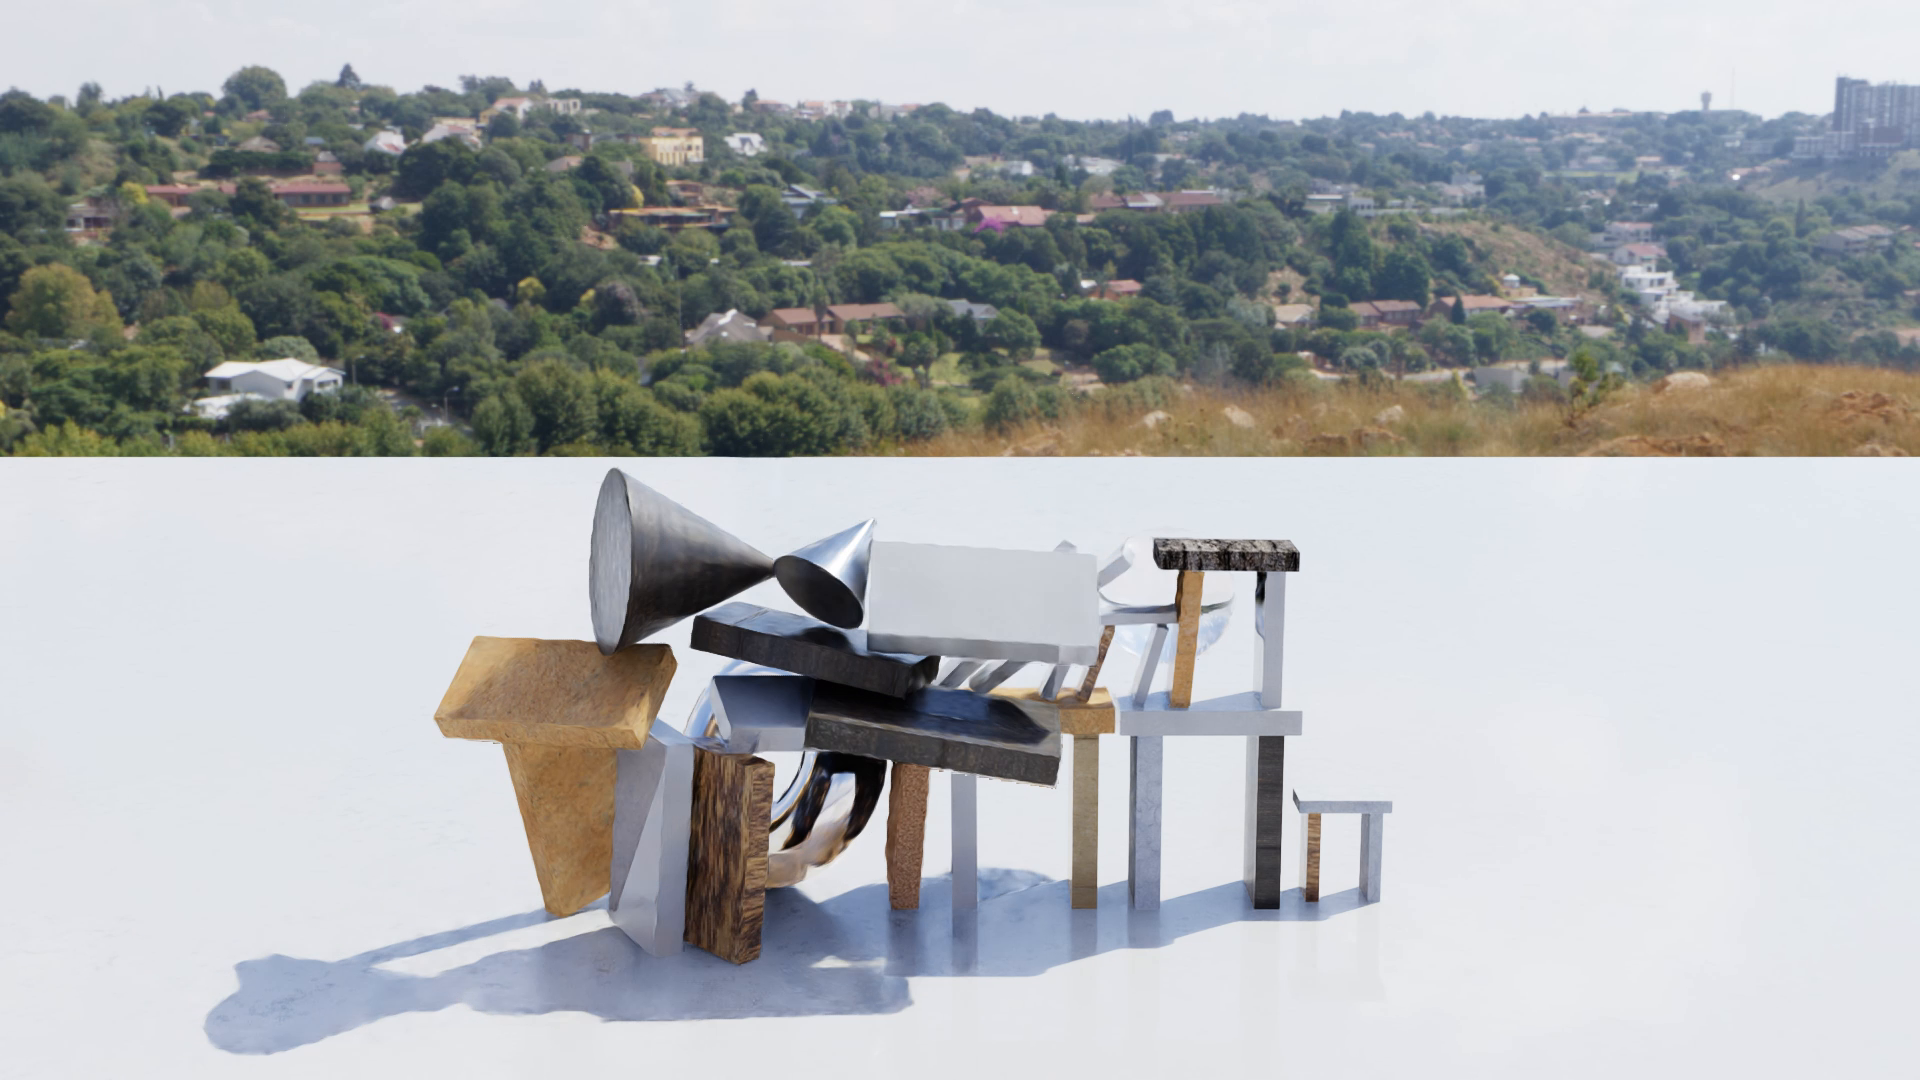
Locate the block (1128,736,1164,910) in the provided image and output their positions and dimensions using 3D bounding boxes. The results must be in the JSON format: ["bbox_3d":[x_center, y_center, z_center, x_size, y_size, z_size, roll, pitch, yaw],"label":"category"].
[{"bbox_3d":[0.306,0.446,3.640,0.042,0.293,0.147,0,11,0],"label":"block"}]

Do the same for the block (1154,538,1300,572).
[{"bbox_3d":[0.430,0.024,3.563,0.224,0.032,0.112,1,10,0],"label":"block"}]

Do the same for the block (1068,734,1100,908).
[{"bbox_3d":[0.203,0.446,3.643,0.042,0.293,0.147,0,10,0],"label":"block"}]

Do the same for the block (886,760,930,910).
[{"bbox_3d":[-0.085,0.427,3.591,0.045,0.316,0.158,2,27,-6],"label":"block"}]

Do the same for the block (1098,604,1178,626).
[{"bbox_3d":[0.287,0.122,3.581,0.131,0.018,0.065,-2,9,2],"label":"block"}]

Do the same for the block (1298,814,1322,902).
[{"bbox_3d":[0.581,0.516,3.653,0.022,0.152,0.076,0,11,0],"label":"block"}]

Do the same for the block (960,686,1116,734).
[{"bbox_3d":[0.102,0.280,3.616,0.293,0.042,0.147,0,10,-2],"label":"block"}]

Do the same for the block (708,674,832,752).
[{"bbox_3d":[-0.221,0.270,3.446,0.316,0.045,0.158,1,27,-19],"label":"block"}]

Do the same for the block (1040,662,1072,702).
[{"bbox_3d":[0.178,0.175,3.606,0.024,0.172,0.086,25,9,-2],"label":"block"}]

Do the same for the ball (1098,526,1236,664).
[{"bbox_3d":[0.358,0.096,3.818,0.239,0.239,0.239,0,11,0],"label":"ball"}]

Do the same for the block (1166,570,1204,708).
[{"bbox_3d":[0.366,0.150,3.586,0.032,0.224,0.112,5,11,1],"label":"block"}]

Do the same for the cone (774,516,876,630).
[{"bbox_3d":[-0.178,0.023,3.469,0.167,0.167,0.167,9,52,40],"label":"cone"}]

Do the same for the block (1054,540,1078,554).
[{"bbox_3d":[0.127,0.093,3.515,0.026,0.091,0.182,30,65,26],"label":"block"}]

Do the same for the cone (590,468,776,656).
[{"bbox_3d":[-0.403,0.040,3.431,0.290,0.290,0.290,3,9,-22],"label":"cone"}]

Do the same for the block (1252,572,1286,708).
[{"bbox_3d":[0.504,0.151,3.586,0.032,0.224,0.112,0,11,0],"label":"block"}]

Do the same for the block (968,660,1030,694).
[{"bbox_3d":[0.091,0.195,3.611,0.172,0.024,0.086,-36,6,1],"label":"block"}]

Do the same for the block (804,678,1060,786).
[{"bbox_3d":[-0.039,0.283,3.364,0.382,0.050,0.176,9,22,-2],"label":"block"}]

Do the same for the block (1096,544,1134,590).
[{"bbox_3d":[0.207,0.074,3.604,0.172,0.024,0.086,-36,6,13],"label":"block"}]

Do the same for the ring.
[{"bbox_3d":[-0.306,0.375,3.734,0.434,0.434,0.145,9,-12,40],"label":"ring"}]

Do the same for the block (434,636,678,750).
[{"bbox_3d":[-0.627,0.235,3.419,0.341,0.048,0.171,2,46,18],"label":"block"}]

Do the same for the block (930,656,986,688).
[{"bbox_3d":[0.035,0.176,3.610,0.207,0.026,0.091,-44,9,2],"label":"block"}]

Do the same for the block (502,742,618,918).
[{"bbox_3d":[-0.626,0.420,3.561,0.171,0.341,0.048,-27,27,-38],"label":"block"}]

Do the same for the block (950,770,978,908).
[{"bbox_3d":[0.007,0.445,3.643,0.042,0.293,0.147,-1,11,0],"label":"block"}]

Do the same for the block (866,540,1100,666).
[{"bbox_3d":[0.035,0.097,3.403,0.353,0.050,0.176,4,52,-4],"label":"block"}]

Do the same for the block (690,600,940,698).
[{"bbox_3d":[-0.223,0.169,3.438,0.353,0.050,0.176,12,10,14],"label":"block"}]

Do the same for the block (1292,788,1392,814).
[{"bbox_3d":[0.632,0.430,3.637,0.152,0.022,0.076,0,11,0],"label":"block"}]

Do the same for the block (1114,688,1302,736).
[{"bbox_3d":[0.404,0.281,3.609,0.293,0.042,0.147,0,11,0],"label":"block"}]

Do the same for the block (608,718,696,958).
[{"bbox_3d":[-0.481,0.456,3.422,0.048,0.341,0.171,-3,14,-33],"label":"block"}]

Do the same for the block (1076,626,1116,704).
[{"bbox_3d":[0.221,0.197,3.598,0.018,0.131,0.065,20,10,-3],"label":"block"}]

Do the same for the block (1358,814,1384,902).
[{"bbox_3d":[0.683,0.516,3.653,0.022,0.152,0.076,0,11,0],"label":"block"}]

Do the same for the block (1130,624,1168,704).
[{"bbox_3d":[0.309,0.197,3.592,0.018,0.131,0.065,17,10,-3],"label":"block"}]

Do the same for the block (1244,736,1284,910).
[{"bbox_3d":[0.502,0.446,3.640,0.042,0.293,0.147,0,11,0],"label":"block"}]

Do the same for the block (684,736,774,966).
[{"bbox_3d":[-0.368,0.475,3.378,0.158,0.316,0.045,16,16,37],"label":"block"}]
